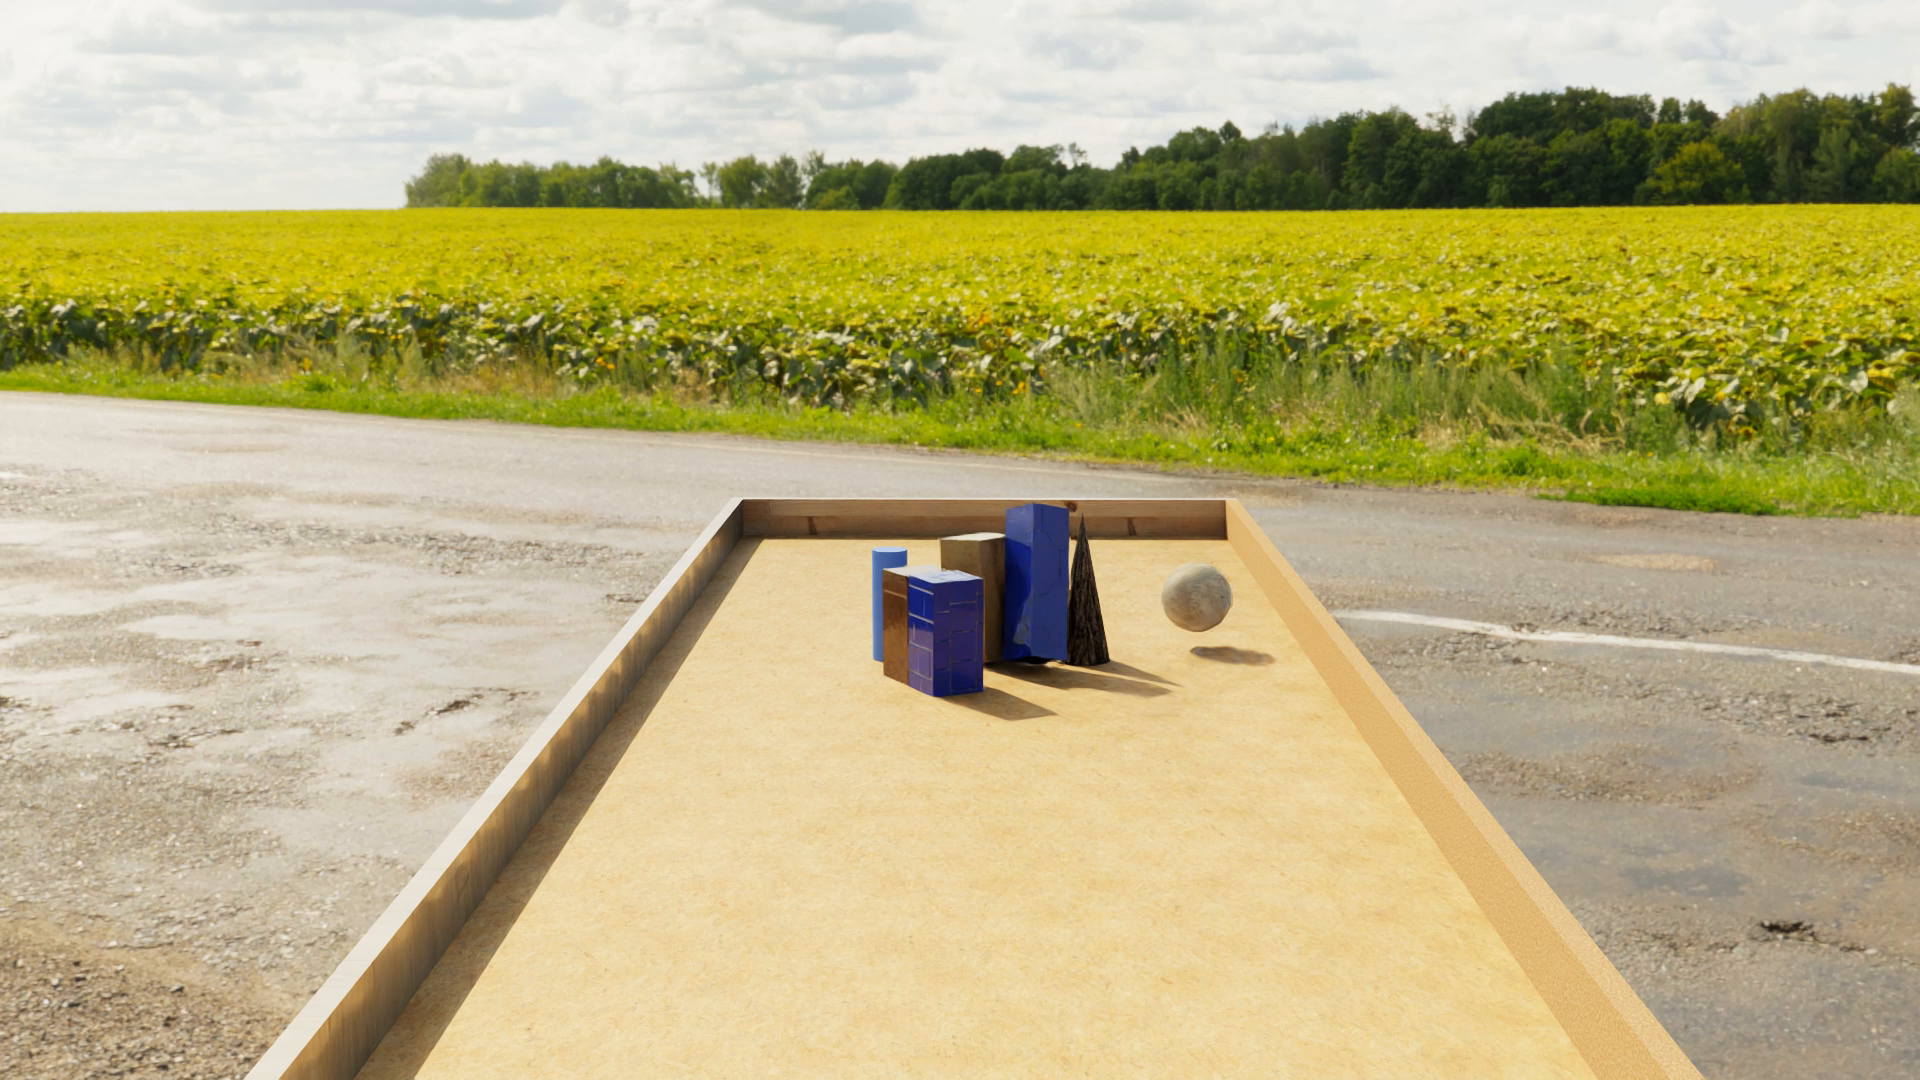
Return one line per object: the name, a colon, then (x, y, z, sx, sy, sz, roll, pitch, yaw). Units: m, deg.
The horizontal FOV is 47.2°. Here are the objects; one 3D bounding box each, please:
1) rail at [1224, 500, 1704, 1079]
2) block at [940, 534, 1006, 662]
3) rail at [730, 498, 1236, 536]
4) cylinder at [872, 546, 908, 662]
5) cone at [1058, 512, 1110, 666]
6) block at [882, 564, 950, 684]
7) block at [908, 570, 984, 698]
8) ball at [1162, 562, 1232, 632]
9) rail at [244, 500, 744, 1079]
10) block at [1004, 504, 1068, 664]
rail: (1.046, 0.843, 3.208, 0.050, 0.150, 12.000, 0, 9, 1)
block: (0.072, 0.173, 6.693, 0.173, 0.368, 0.173, -8, 7, -42)
rail: (0.099, -0.098, 9.147, 2.100, 0.150, 0.050, 0, 9, 1)
cylinder: (-0.214, 0.195, 6.698, 0.108, 0.338, 0.108, 0, 9, 0)
cone: (0.370, 0.140, 6.667, 0.174, 0.457, 0.174, 0, 9, 0)
block: (-0.118, 0.247, 6.430, 0.159, 0.318, 0.159, -5, 9, -28)
block: (-0.041, 0.266, 6.283, 0.158, 0.328, 0.158, -5, 10, -27)
ball: (0.740, 0.179, 6.875, 0.219, 0.219, 0.219, 0, 9, 0)
rail: (-1.004, 0.839, 3.234, 0.050, 0.150, 12.000, 0, 9, 1)
block: (0.229, 0.133, 6.588, 0.135, 0.459, 0.135, 9, -13, -36)
